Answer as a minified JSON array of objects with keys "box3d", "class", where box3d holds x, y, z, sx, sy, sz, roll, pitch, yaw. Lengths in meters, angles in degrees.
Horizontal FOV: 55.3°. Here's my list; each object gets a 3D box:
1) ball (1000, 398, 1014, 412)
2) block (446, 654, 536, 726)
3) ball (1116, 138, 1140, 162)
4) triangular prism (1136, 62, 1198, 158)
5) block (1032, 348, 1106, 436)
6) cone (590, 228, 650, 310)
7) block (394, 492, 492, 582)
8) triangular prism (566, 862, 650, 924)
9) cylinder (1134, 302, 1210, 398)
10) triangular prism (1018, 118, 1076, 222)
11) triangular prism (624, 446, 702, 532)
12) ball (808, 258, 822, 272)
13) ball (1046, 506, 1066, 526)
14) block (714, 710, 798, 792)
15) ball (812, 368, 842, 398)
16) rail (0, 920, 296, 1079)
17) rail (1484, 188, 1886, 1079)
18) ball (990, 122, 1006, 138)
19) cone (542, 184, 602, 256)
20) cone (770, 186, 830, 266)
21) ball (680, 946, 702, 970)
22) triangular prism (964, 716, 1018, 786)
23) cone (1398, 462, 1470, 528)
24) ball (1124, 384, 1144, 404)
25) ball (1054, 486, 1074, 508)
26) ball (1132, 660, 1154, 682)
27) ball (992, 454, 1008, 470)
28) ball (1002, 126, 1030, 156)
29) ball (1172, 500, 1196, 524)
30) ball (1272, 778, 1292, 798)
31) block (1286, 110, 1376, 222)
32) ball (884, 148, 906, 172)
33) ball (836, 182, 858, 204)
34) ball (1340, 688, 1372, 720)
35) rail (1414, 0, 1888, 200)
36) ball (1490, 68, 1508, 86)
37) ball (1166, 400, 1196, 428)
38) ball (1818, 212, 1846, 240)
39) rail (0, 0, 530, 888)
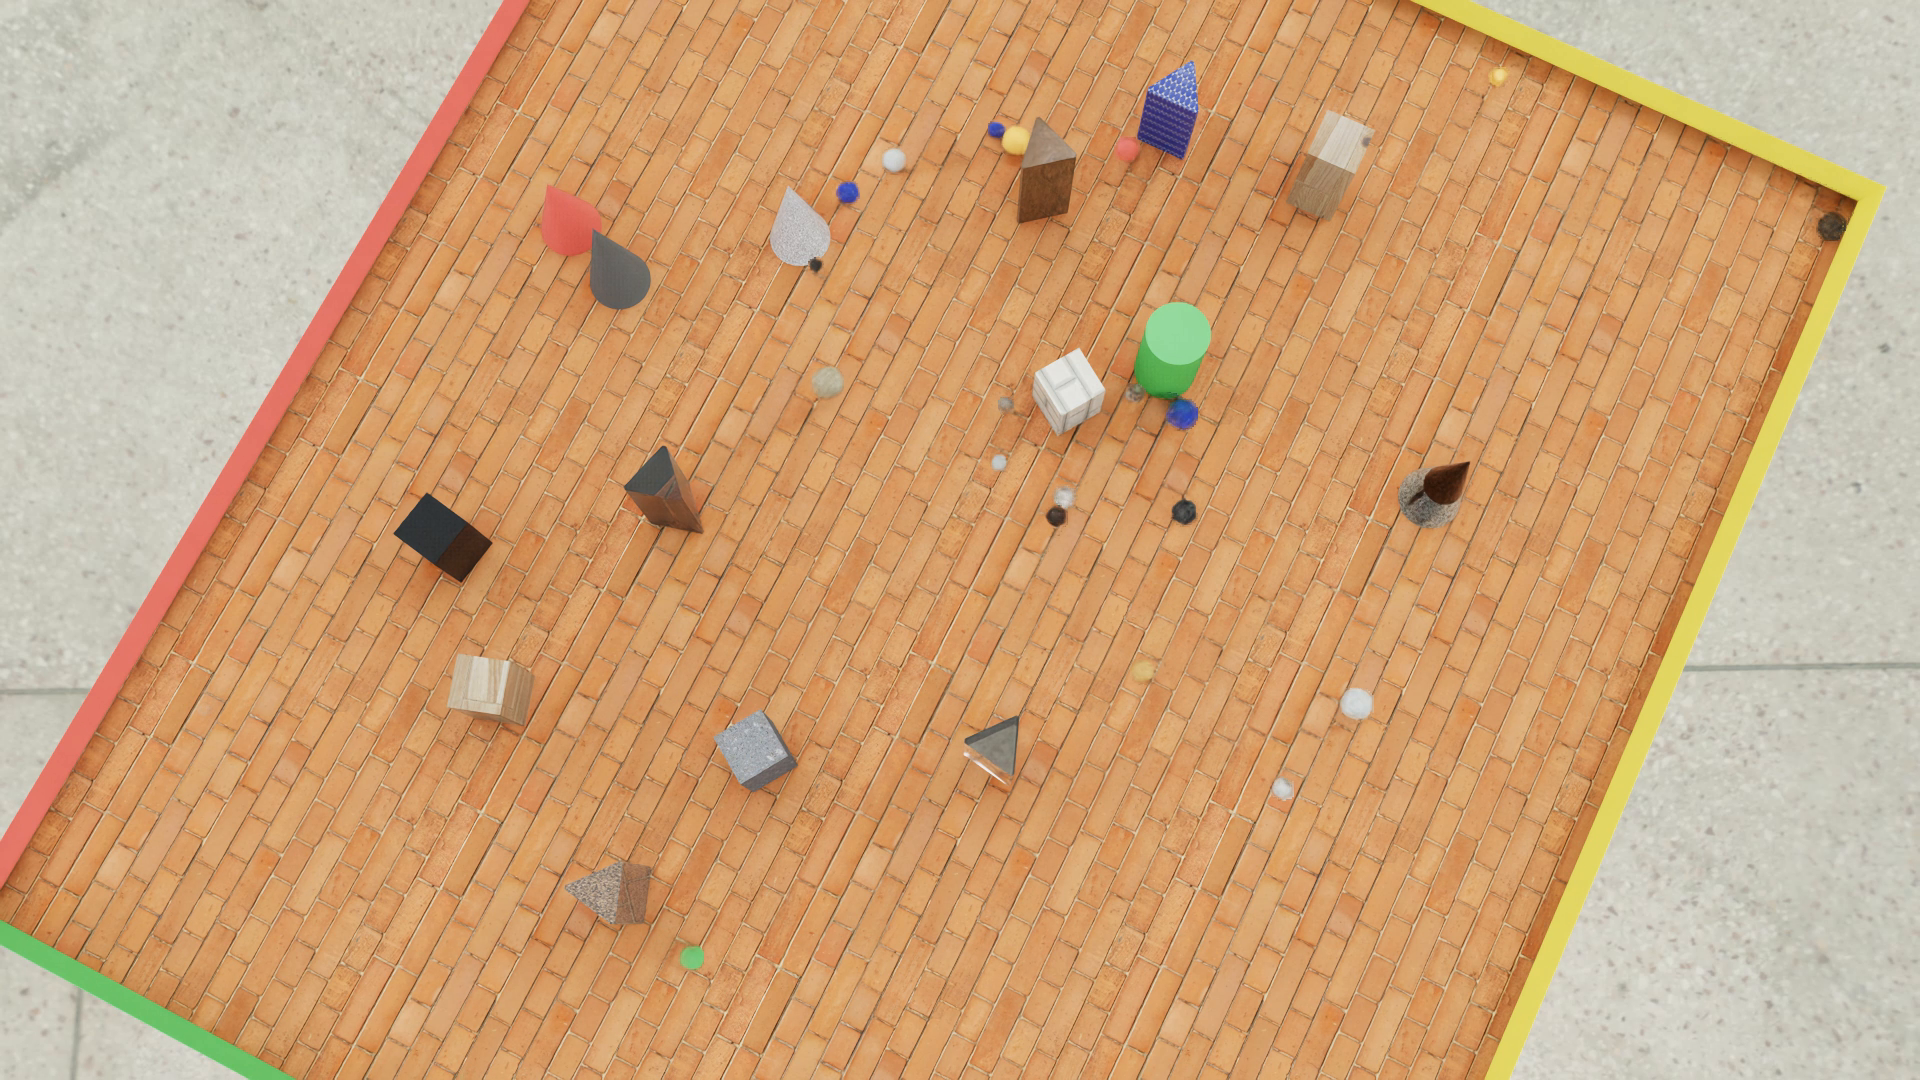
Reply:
[{"box3d":[0.145,-0.418,5.681,0.044,0.044,0.044,0,78,0],"class":"ball"},{"box3d":[-1.370,0.442,5.367,0.154,0.310,0.154,8,78,2],"class":"block"},{"box3d":[0.535,-1.241,5.836,0.074,0.074,0.074,0,78,0],"class":"ball"},{"box3d":[0.675,-1.355,5.719,0.167,0.348,0.145,26,80,5],"class":"triangular prism"},{"box3d":[0.329,-0.449,5.587,0.154,0.239,0.154,-30,80,-6],"class":"block"},{"box3d":[-1.072,-0.865,5.568,0.193,0.445,0.193,0,78,0],"class":"cone"},{"box3d":[-1.538,-0.005,5.467,0.154,0.295,0.154,35,81,7],"class":"block"},{"box3d":[-0.957,0.975,5.177,0.167,0.466,0.145,35,80,7],"class":"triangular prism"},{"box3d":[0.640,-0.570,5.553,0.193,0.356,0.193,0,78,0],"class":"cylinder"},{"box3d":[0.247,-1.140,5.629,0.167,0.438,0.145,-13,79,-3],"class":"triangular prism"},{"box3d":[-0.854,-0.153,5.416,0.167,0.455,0.145,11,79,2],"class":"triangular prism"},{"box3d":[-0.455,-0.866,5.775,0.042,0.042,0.042,0,78,0],"class":"ball"},{"box3d":[0.295,-0.072,5.599,0.062,0.062,0.062,0,78,0],"class":"ball"},{"box3d":[-0.589,0.615,5.317,0.154,0.338,0.154,-30,80,-6],"class":"block"},{"box3d":[-0.412,-0.487,5.668,0.096,0.096,0.096,0,78,0],"class":"ball"},{"box3d":[-1.016,1.996,5.139,4.173,0.125,0.045,26,80,5],"class":"rail"},{"box3d":[1.845,0.910,5.363,0.045,0.125,4.589,26,80,5],"class":"rail"},{"box3d":[0.120,-1.312,5.862,0.051,0.051,0.051,0,78,0],"class":"ball"},{"box3d":[-1.235,-1.030,5.652,0.193,0.348,0.193,0,78,0],"class":"cone"},{"box3d":[-0.507,-1.004,5.609,0.193,0.421,0.193,0,78,0],"class":"cone"},{"box3d":[-0.783,1.215,5.331,0.067,0.067,0.067,0,78,0],"class":"ball"},{"box3d":[0.121,0.588,5.300,0.167,0.381,0.145,35,80,7],"class":"triangular prism"},{"box3d":[1.446,-0.177,5.415,0.193,0.465,0.193,0,78,0],"class":"cone"},{"box3d":[0.540,-0.454,5.679,0.061,0.061,0.061,0,78,0],"class":"ball"},{"box3d":[0.319,-0.130,5.610,0.065,0.065,0.065,0,78,0],"class":"ball"},{"box3d":[0.549,0.393,5.501,0.067,0.067,0.067,0,78,0],"class":"ball"},{"box3d":[0.121,-0.242,5.642,0.047,0.047,0.047,0,78,0],"class":"ball"},{"box3d":[0.179,-1.270,5.832,0.092,0.092,0.092,0,78,0],"class":"ball"},{"box3d":[0.685,-0.086,5.596,0.075,0.075,0.075,0,78,0],"class":"ball"},{"box3d":[0.956,0.734,5.434,0.060,0.060,0.060,0,78,0],"class":"ball"},{"box3d":[1.140,-1.151,5.660,0.154,0.382,0.154,25,79,5],"class":"block"},{"box3d":[-0.208,-1.208,5.829,0.074,0.074,0.074,0,78,0],"class":"ball"},{"box3d":[-0.358,-1.101,5.809,0.069,0.069,0.069,0,78,0],"class":"ball"},{"box3d":[1.183,0.489,5.467,0.094,0.094,0.094,0,78,0],"class":"ball"},{"box3d":[1.016,-1.982,5.962,4.173,0.125,0.045,26,80,5],"class":"rail"},{"box3d":[1.733,-1.489,5.896,0.055,0.055,0.055,0,78,0],"class":"ball"},{"box3d":[0.681,-0.389,5.651,0.090,0.090,0.090,0,78,0],"class":"ball"},{"box3d":[2.750,-0.990,5.778,0.084,0.084,0.084,0,78,0],"class":"ball"},{"box3d":[-1.845,-0.897,5.737,0.045,0.125,4.589,26,80,5],"class":"rail"}]
